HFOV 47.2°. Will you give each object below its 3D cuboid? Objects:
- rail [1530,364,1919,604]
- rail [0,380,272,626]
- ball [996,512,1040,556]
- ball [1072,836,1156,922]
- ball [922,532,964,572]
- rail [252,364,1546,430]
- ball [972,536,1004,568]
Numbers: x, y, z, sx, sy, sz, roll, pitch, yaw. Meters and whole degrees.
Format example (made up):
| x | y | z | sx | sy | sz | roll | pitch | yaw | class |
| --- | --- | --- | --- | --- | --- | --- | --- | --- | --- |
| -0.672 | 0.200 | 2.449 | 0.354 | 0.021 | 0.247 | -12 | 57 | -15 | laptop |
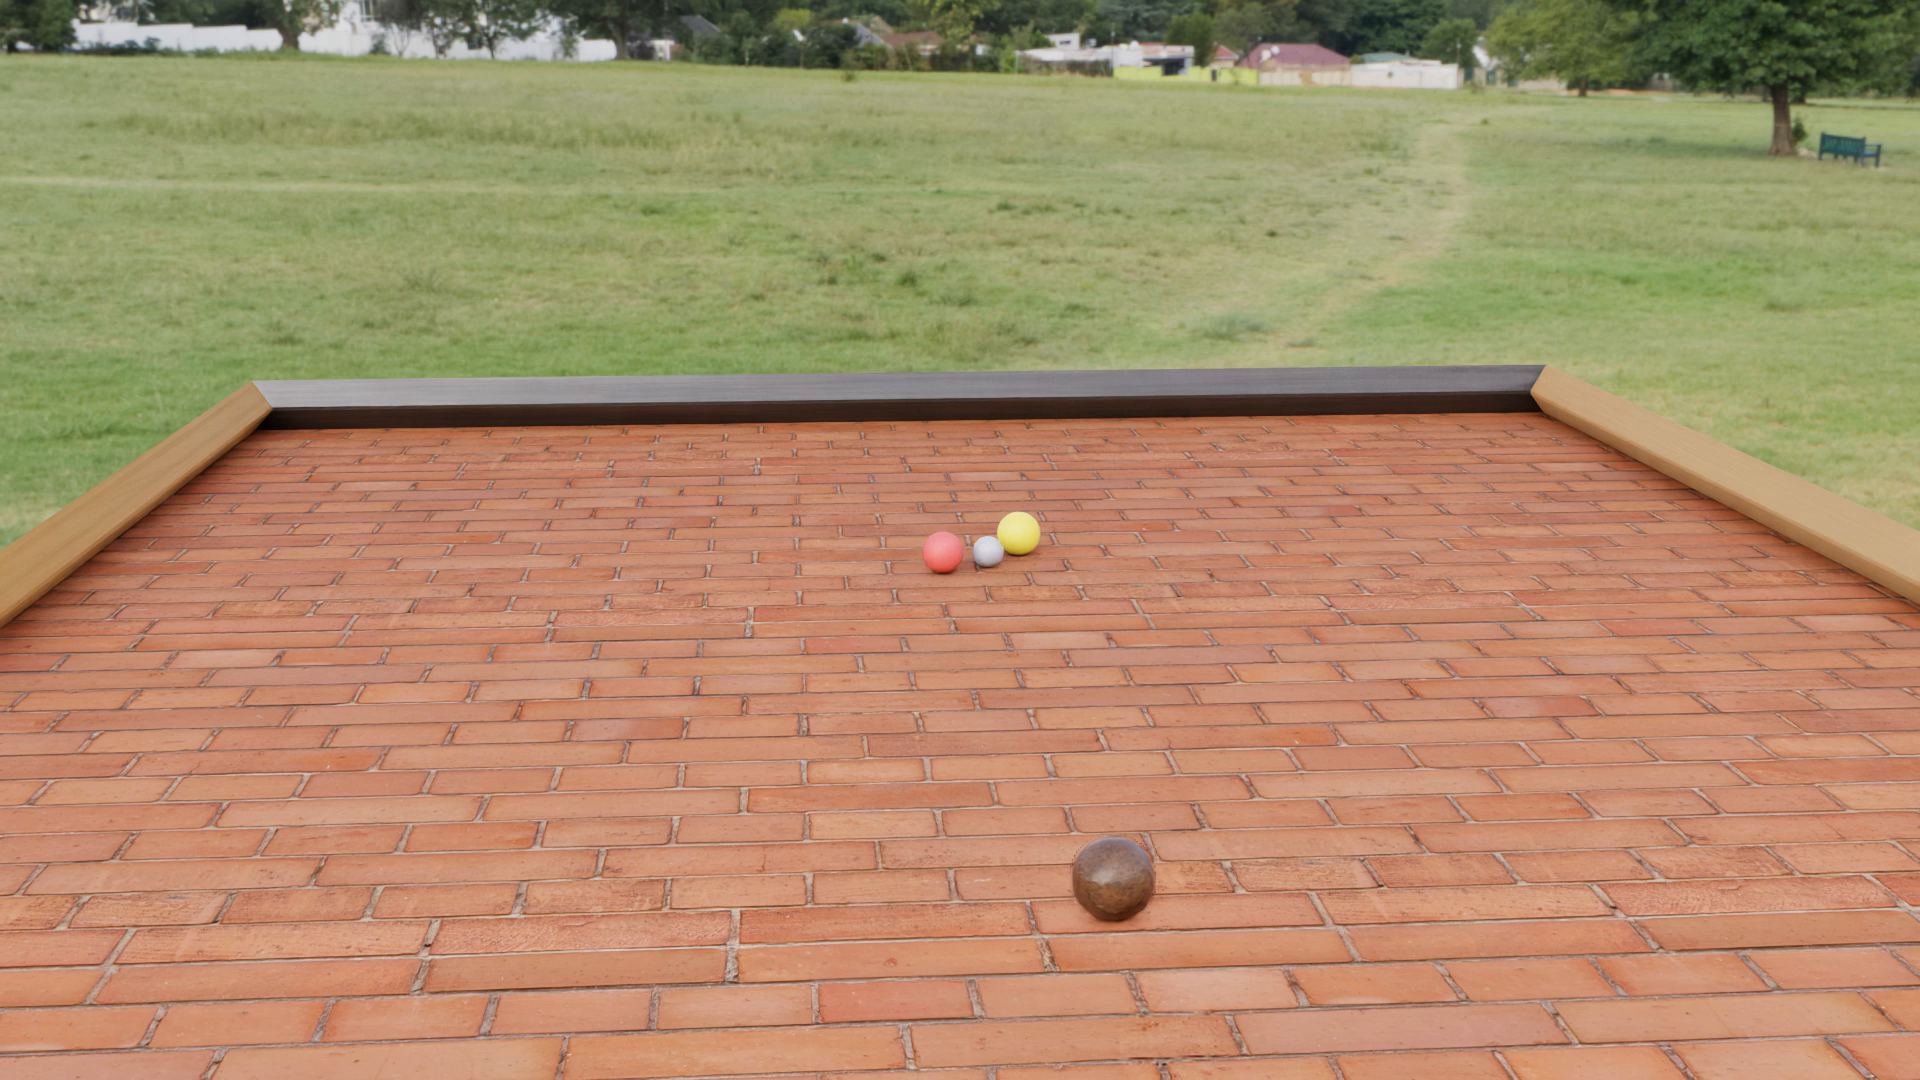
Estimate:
| x | y | z | sx | sy | sz | roll | pitch | yaw | class |
| --- | --- | --- | --- | --- | --- | --- | --- | --- | --- |
| 1.287 | 0.212 | 2.114 | 0.045 | 0.092 | 4.422 | -1 | 13 | -4 | rail |
| -1.111 | 0.256 | 1.928 | 0.045 | 0.092 | 4.422 | -1 | 13 | -4 | rail |
| 0.083 | -0.009 | 3.121 | 0.062 | 0.062 | 0.062 | 0 | 13 | 0 | ball |
| 0.129 | 0.286 | 1.853 | 0.071 | 0.071 | 0.071 | 0 | 13 | 0 | ball |
| -0.023 | 0.017 | 3.021 | 0.057 | 0.057 | 0.057 | 0 | 13 | 0 | ball |
| -0.086 | -0.267 | 4.143 | 2.453 | 0.092 | 0.045 | -1 | 13 | -4 | rail |
| 0.039 | 0.016 | 3.052 | 0.044 | 0.044 | 0.044 | 0 | 13 | 0 | ball |
